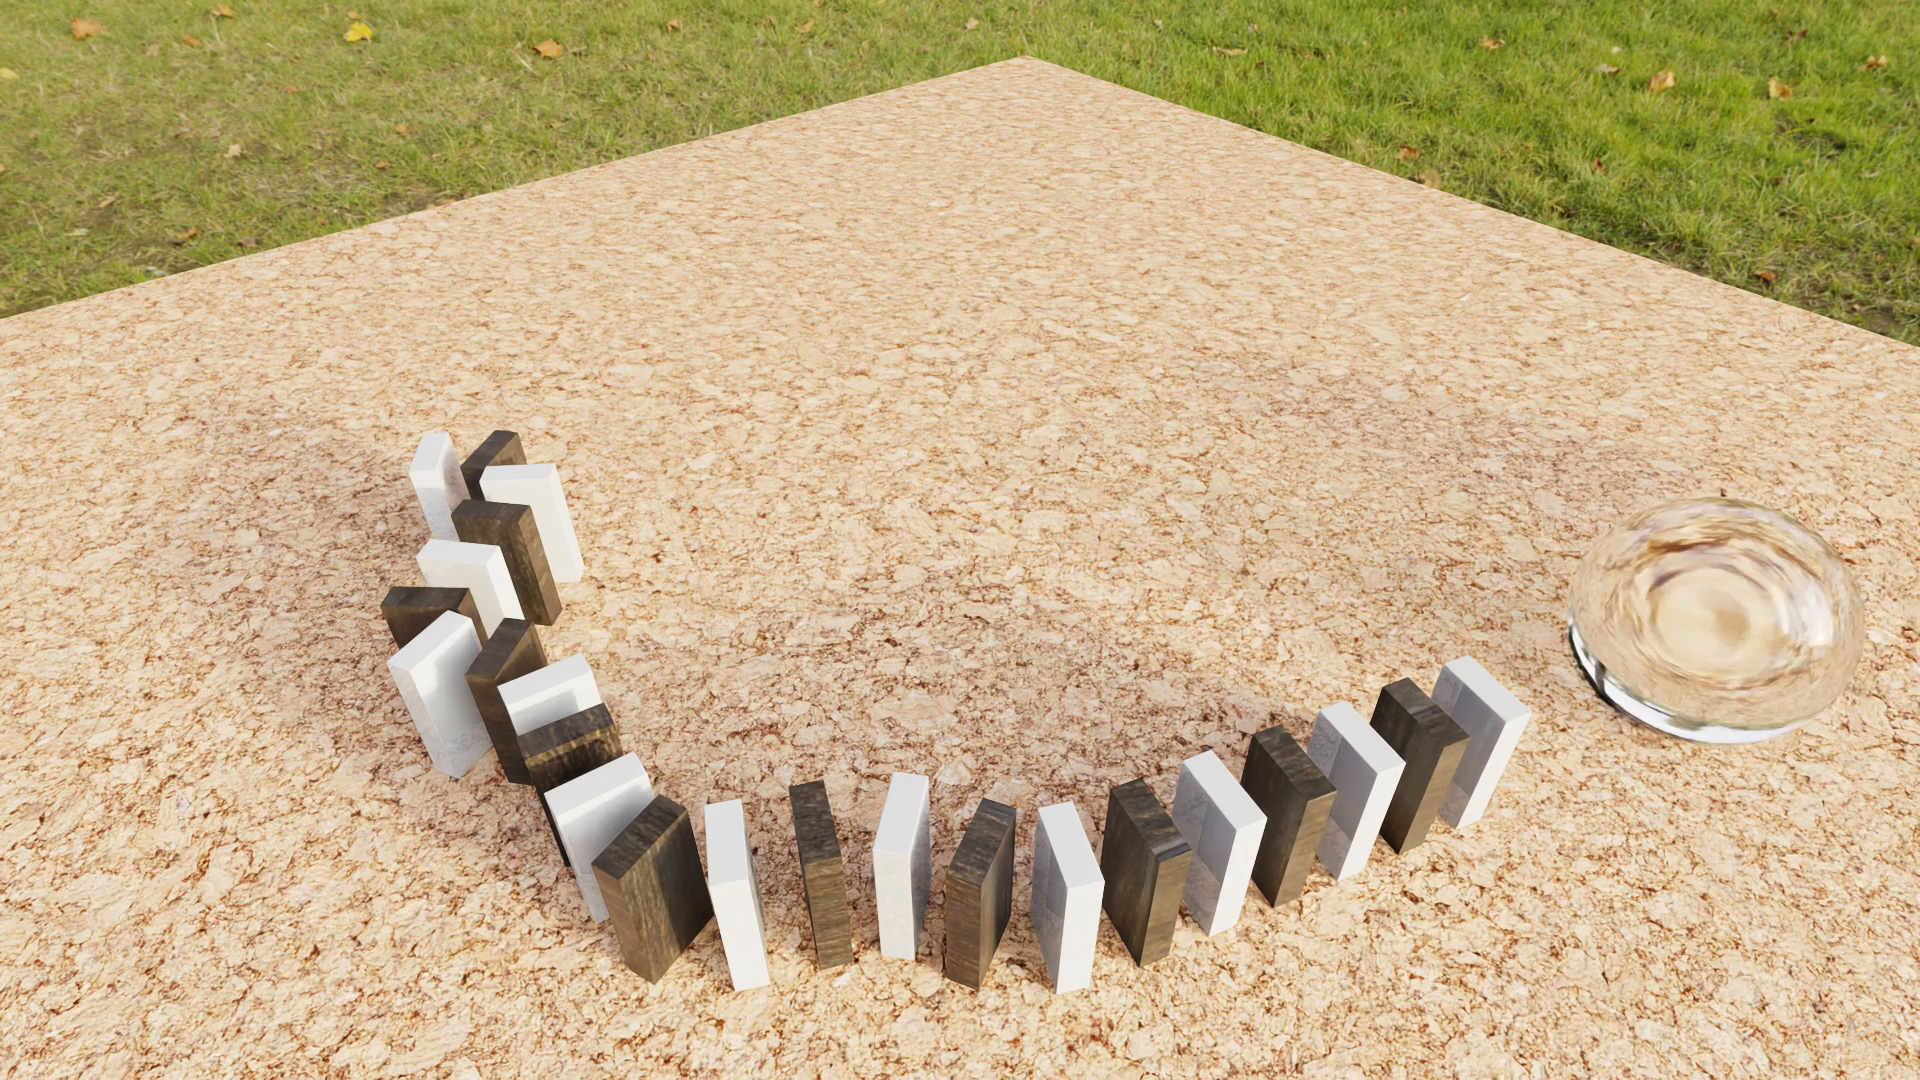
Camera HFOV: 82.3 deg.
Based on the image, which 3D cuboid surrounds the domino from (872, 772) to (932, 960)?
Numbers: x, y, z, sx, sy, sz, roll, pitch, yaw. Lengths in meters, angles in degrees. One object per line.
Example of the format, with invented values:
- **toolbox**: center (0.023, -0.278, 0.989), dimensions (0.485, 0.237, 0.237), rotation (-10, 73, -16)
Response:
- **domino**: center (-0.015, 0.090, 0.302), dimensions (0.010, 0.050, 0.025), rotation (6, 40, 8)

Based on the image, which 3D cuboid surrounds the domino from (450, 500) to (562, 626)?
- **domino**: center (-0.164, 0.009, 0.401), dimensions (0.025, 0.050, 0.010), rotation (5, 40, 6)

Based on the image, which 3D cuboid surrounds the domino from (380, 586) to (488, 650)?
- **domino**: center (-0.170, 0.037, 0.366), dimensions (0.025, 0.050, 0.009), rotation (1, 39, 1)

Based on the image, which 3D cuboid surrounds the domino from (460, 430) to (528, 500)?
- **domino**: center (-0.177, -0.015, 0.430), dimensions (0.009, 0.050, 0.025), rotation (8, 40, 10)

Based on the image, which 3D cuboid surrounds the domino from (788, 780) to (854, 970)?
- **domino**: center (-0.038, 0.092, 0.300), dimensions (0.010, 0.050, 0.025), rotation (-10, 40, -12)

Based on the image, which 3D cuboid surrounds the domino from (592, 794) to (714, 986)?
- **domino**: center (-0.082, 0.095, 0.296), dimensions (0.009, 0.050, 0.025), rotation (20, 43, 23)

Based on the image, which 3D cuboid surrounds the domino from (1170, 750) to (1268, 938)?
- **domino**: center (0.070, 0.085, 0.307), dimensions (0.010, 0.050, 0.025), rotation (-16, 42, -19)

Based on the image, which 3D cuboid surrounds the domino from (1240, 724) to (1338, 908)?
- **domino**: center (0.091, 0.079, 0.314), dimensions (0.010, 0.050, 0.025), rotation (-15, 42, -18)

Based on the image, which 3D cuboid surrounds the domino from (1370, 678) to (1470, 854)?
- **domino**: center (0.132, 0.068, 0.328), dimensions (0.009, 0.050, 0.025), rotation (-16, 42, -18)

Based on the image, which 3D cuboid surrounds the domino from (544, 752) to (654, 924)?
- **domino**: center (-0.097, 0.084, 0.309), dimensions (0.025, 0.050, 0.010), rotation (-24, 45, -26)

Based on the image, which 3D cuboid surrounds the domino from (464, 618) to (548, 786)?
- **domino**: center (-0.139, 0.052, 0.348), dimensions (0.009, 0.050, 0.025), rotation (6, 40, 7)

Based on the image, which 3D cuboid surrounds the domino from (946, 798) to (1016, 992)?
- **domino**: center (0.006, 0.095, 0.295), dimensions (0.010, 0.050, 0.025), rotation (15, 42, 17)

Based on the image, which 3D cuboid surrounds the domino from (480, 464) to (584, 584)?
- **domino**: center (-0.162, -0.005, 0.418), dimensions (0.025, 0.050, 0.009), rotation (-2, 39, -3)

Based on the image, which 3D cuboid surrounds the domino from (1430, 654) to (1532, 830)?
- **domino**: center (0.153, 0.062, 0.336), dimensions (0.010, 0.050, 0.025), rotation (-15, 42, -18)

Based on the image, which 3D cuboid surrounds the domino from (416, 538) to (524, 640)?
- **domino**: center (-0.168, 0.023, 0.383), dimensions (0.025, 0.050, 0.009), rotation (6, 40, 7)

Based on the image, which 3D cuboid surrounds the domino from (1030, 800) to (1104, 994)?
- **domino**: center (0.028, 0.096, 0.294), dimensions (0.009, 0.050, 0.025), rotation (-9, 40, -11)

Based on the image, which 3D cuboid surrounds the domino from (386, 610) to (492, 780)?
- **domino**: center (-0.162, 0.050, 0.351), dimensions (0.009, 0.050, 0.025), rotation (16, 42, 18)

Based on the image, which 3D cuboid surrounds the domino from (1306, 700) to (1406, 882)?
- **domino**: center (0.112, 0.074, 0.321), dimensions (0.009, 0.050, 0.025), rotation (-15, 42, -18)

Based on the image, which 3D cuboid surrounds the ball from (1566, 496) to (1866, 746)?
- **ball**: center (0.242, 0.026, 0.356), dimensions (0.080, 0.080, 0.080), rotation (0, 39, 0)

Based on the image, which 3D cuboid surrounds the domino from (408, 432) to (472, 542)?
- **domino**: center (-0.199, -0.014, 0.428), dimensions (0.009, 0.050, 0.025), rotation (-6, 40, -7)

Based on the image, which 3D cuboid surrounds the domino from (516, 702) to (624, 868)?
- **domino**: center (-0.110, 0.072, 0.323), dimensions (0.025, 0.050, 0.010), rotation (-21, 44, -24)

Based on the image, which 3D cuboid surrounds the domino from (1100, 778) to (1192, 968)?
- **domino**: center (0.049, 0.091, 0.300), dimensions (0.009, 0.050, 0.025), rotation (-15, 42, -18)

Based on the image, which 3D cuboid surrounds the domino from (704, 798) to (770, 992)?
- **domino**: center (-0.059, 0.096, 0.295), dimensions (0.010, 0.050, 0.025), rotation (-8, 40, -10)

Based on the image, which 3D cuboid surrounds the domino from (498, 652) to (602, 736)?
- **domino**: center (-0.122, 0.060, 0.338), dimensions (0.025, 0.050, 0.010), rotation (-23, 45, -26)
